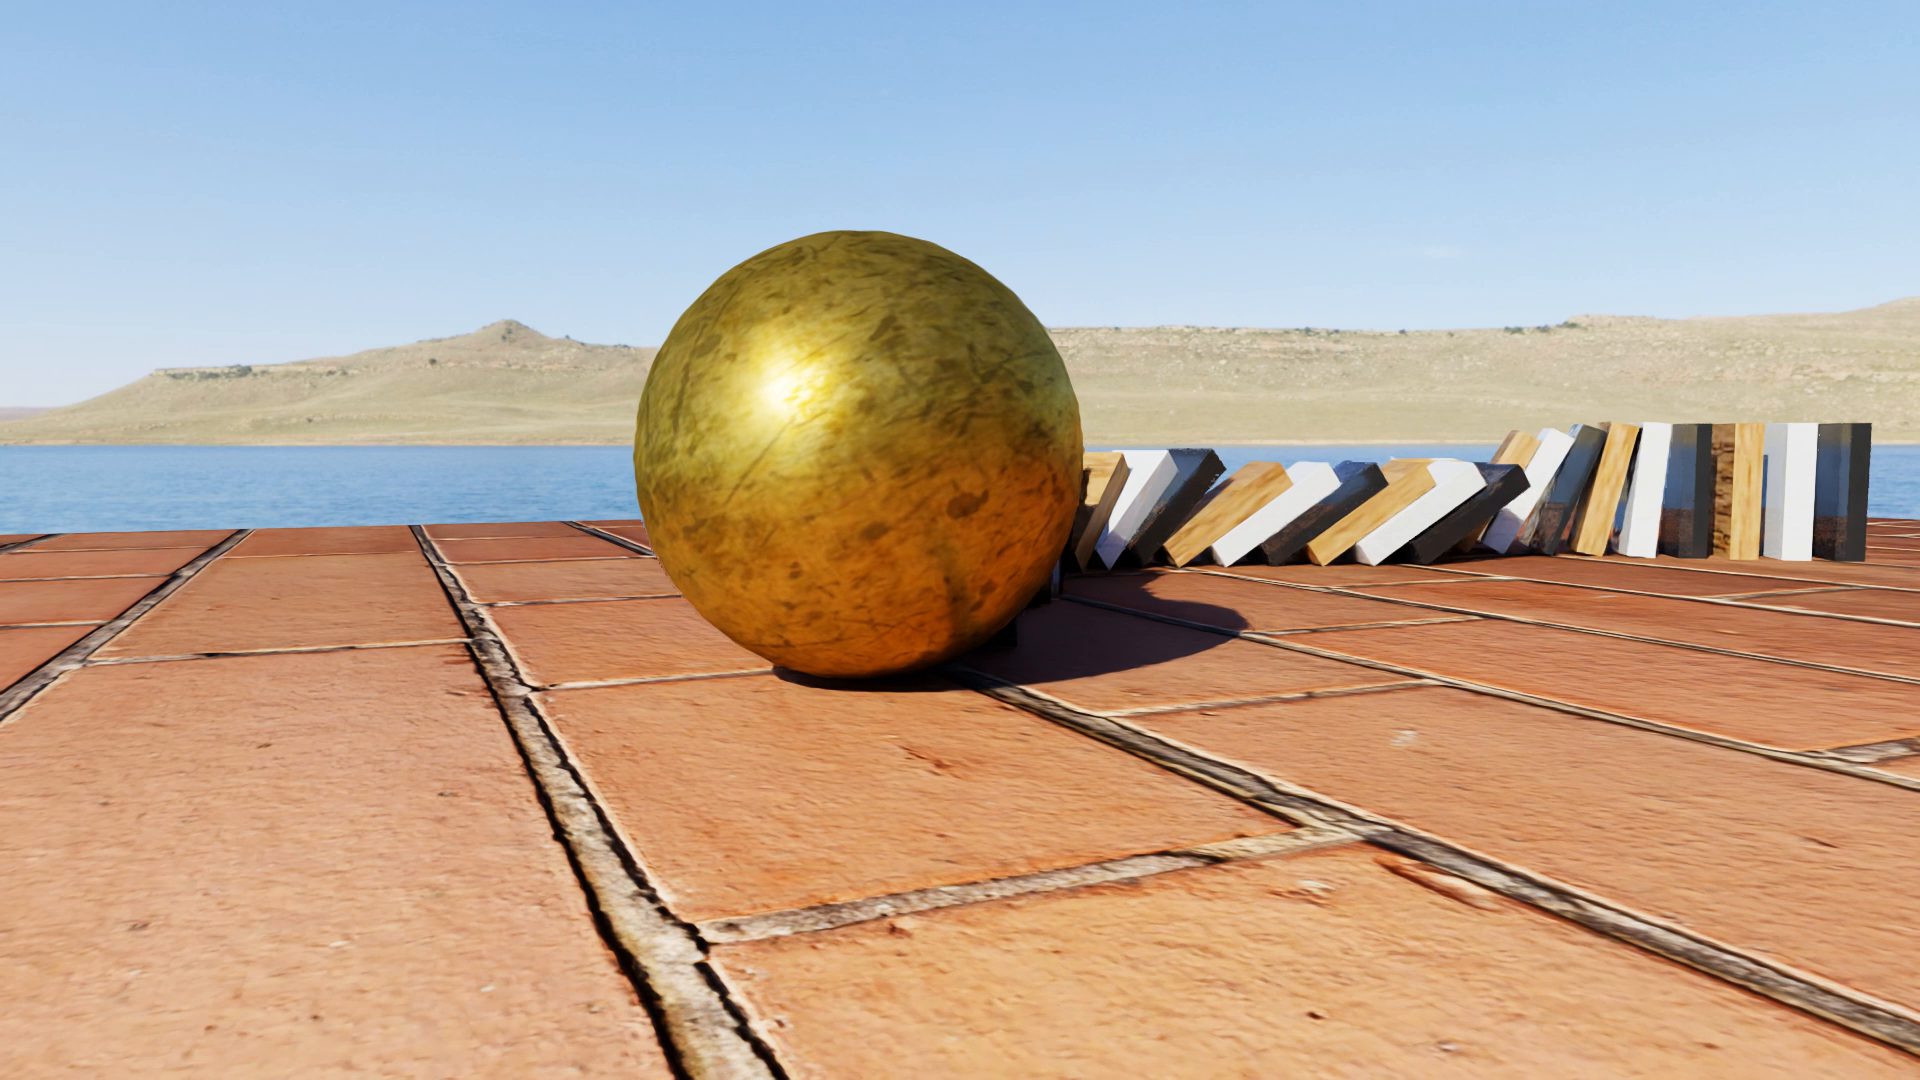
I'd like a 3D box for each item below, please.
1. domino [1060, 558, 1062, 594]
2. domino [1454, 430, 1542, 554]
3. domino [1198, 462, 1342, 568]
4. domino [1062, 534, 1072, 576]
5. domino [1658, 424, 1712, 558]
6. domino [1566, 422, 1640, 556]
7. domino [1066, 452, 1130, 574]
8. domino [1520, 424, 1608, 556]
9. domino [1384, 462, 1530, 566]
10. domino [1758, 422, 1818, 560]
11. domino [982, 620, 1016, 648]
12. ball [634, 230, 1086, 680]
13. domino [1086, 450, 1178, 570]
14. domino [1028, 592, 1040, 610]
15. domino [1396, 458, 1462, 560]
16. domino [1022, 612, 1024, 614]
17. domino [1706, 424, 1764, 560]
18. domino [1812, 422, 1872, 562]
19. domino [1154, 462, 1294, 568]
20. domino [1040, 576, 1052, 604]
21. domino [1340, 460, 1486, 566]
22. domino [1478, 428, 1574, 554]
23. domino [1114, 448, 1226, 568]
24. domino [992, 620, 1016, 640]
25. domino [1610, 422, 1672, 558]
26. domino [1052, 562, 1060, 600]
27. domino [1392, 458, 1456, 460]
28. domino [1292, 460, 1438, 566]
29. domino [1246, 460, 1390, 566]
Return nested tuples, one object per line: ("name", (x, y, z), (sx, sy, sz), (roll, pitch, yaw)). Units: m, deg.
("domino", (0.018, -0.006, 0.377), (0.025, 0.009, 0.050), (0, 47, 5))
("domino", (0.209, -0.019, 0.506), (0.009, 0.050, 0.025), (32, 12, 12))
("domino", (0.108, -0.010, 0.456), (0.050, 0.010, 0.025), (-35, 9, -4))
("domino", (0.025, -0.009, 0.425), (0.025, 0.009, 0.050), (0, 43, 15))
("domino", (0.274, -0.019, 0.486), (0.009, 0.050, 0.025), (1, 4, 13))
("domino", (0.246, -0.020, 0.493), (0.010, 0.050, 0.025), (14, 8, 16))
("domino", (0.038, -0.010, 0.439), (0.025, 0.009, 0.050), (2, 45, 31))
("domino", (0.234, -0.020, 0.497), (0.010, 0.050, 0.025), (23, 10, 14))
("domino", (0.177, -0.010, 0.462), (0.050, 0.009, 0.025), (-35, 12, -10))
("domino", (0.308, -0.018, 0.478), (0.010, 0.050, 0.025), (1, 4, 13))
("domino", (0.000, -0.003, 0.274), (0.025, 0.050, 0.009), (0, -21, 5))
("ball", (-0.018, -0.015, 0.231), (0.080, 0.080, 0.080), (0, 4, 0))
("domino", (0.053, -0.011, 0.448), (0.025, 0.009, 0.050), (5, 48, 47))
("domino", (0.009, -0.007, 0.337), (0.025, 0.050, 0.009), (0, -21, 5))
("domino", (0.177, -0.013, 0.493), (0.025, 0.009, 0.050), (2, 40, 29))
("domino", (0.004, -0.007, 0.326), (0.025, 0.050, 0.009), (0, -21, 5))
("domino", (0.291, -0.019, 0.482), (0.010, 0.050, 0.025), (1, 4, 13))
("domino", (0.325, -0.018, 0.474), (0.009, 0.050, 0.025), (1, 4, 13))
("domino", (0.091, -0.010, 0.454), (0.050, 0.009, 0.025), (-35, 9, -5))
("domino", (0.012, -0.008, 0.348), (0.025, 0.050, 0.009), (0, -24, 5))
("domino", (0.159, -0.010, 0.458), (0.050, 0.009, 0.025), (-35, 9, -4))
("domino", (0.220, -0.019, 0.502), (0.010, 0.050, 0.025), (30, 12, 13))
("domino", (0.069, -0.012, 0.455), (0.050, 0.009, 0.025), (-47, 24, -19))
("domino", (0.000, -0.003, 0.285), (0.025, 0.050, 0.009), (0, -21, 5))
("domino", (0.259, -0.019, 0.489), (0.010, 0.050, 0.025), (6, 6, 13))
("domino", (0.016, -0.007, 0.362), (0.025, 0.050, 0.010), (0, -32, 5))
("domino", (0.181, -0.014, 0.510), (0.025, 0.009, 0.050), (3, 41, 28))
("domino", (0.142, -0.010, 0.458), (0.050, 0.010, 0.025), (-35, 9, -4))
("domino", (0.125, -0.010, 0.457), (0.050, 0.009, 0.025), (-35, 9, -4))
